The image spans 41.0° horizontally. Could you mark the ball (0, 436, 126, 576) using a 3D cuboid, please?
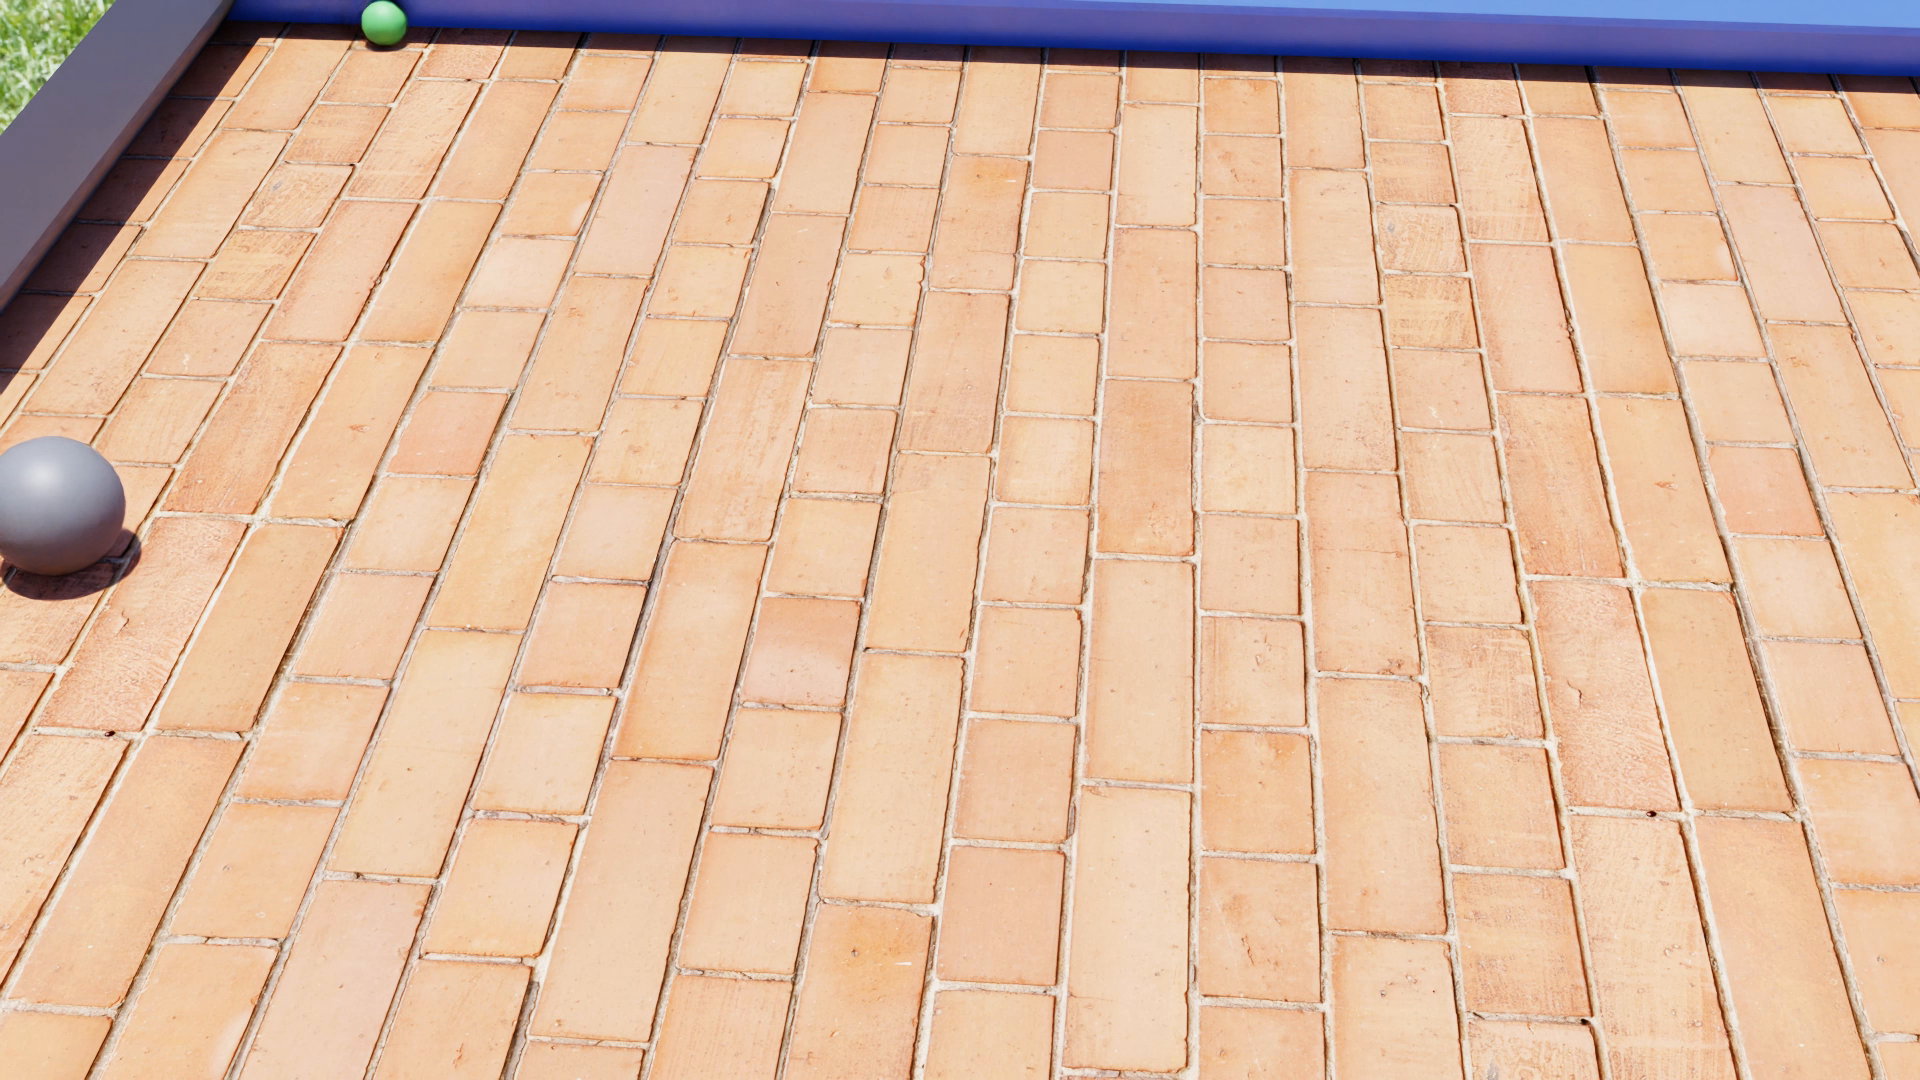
[{"bbox_3d":[-0.643,-0.024,1.817,0.099,0.099,0.099,0,35,0],"label":"ball"}]

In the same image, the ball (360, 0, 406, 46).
[{"bbox_3d":[-0.574,-0.516,2.558,0.045,0.045,0.045,0,35,0],"label":"ball"}]

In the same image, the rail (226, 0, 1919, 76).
[{"bbox_3d":[0.893,-0.496,2.456,3.303,0.128,0.045,3,35,4],"label":"rail"}]

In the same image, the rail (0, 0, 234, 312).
[{"bbox_3d":[-0.799,-0.064,1.845,0.045,0.128,1.808,3,35,4],"label":"rail"}]
